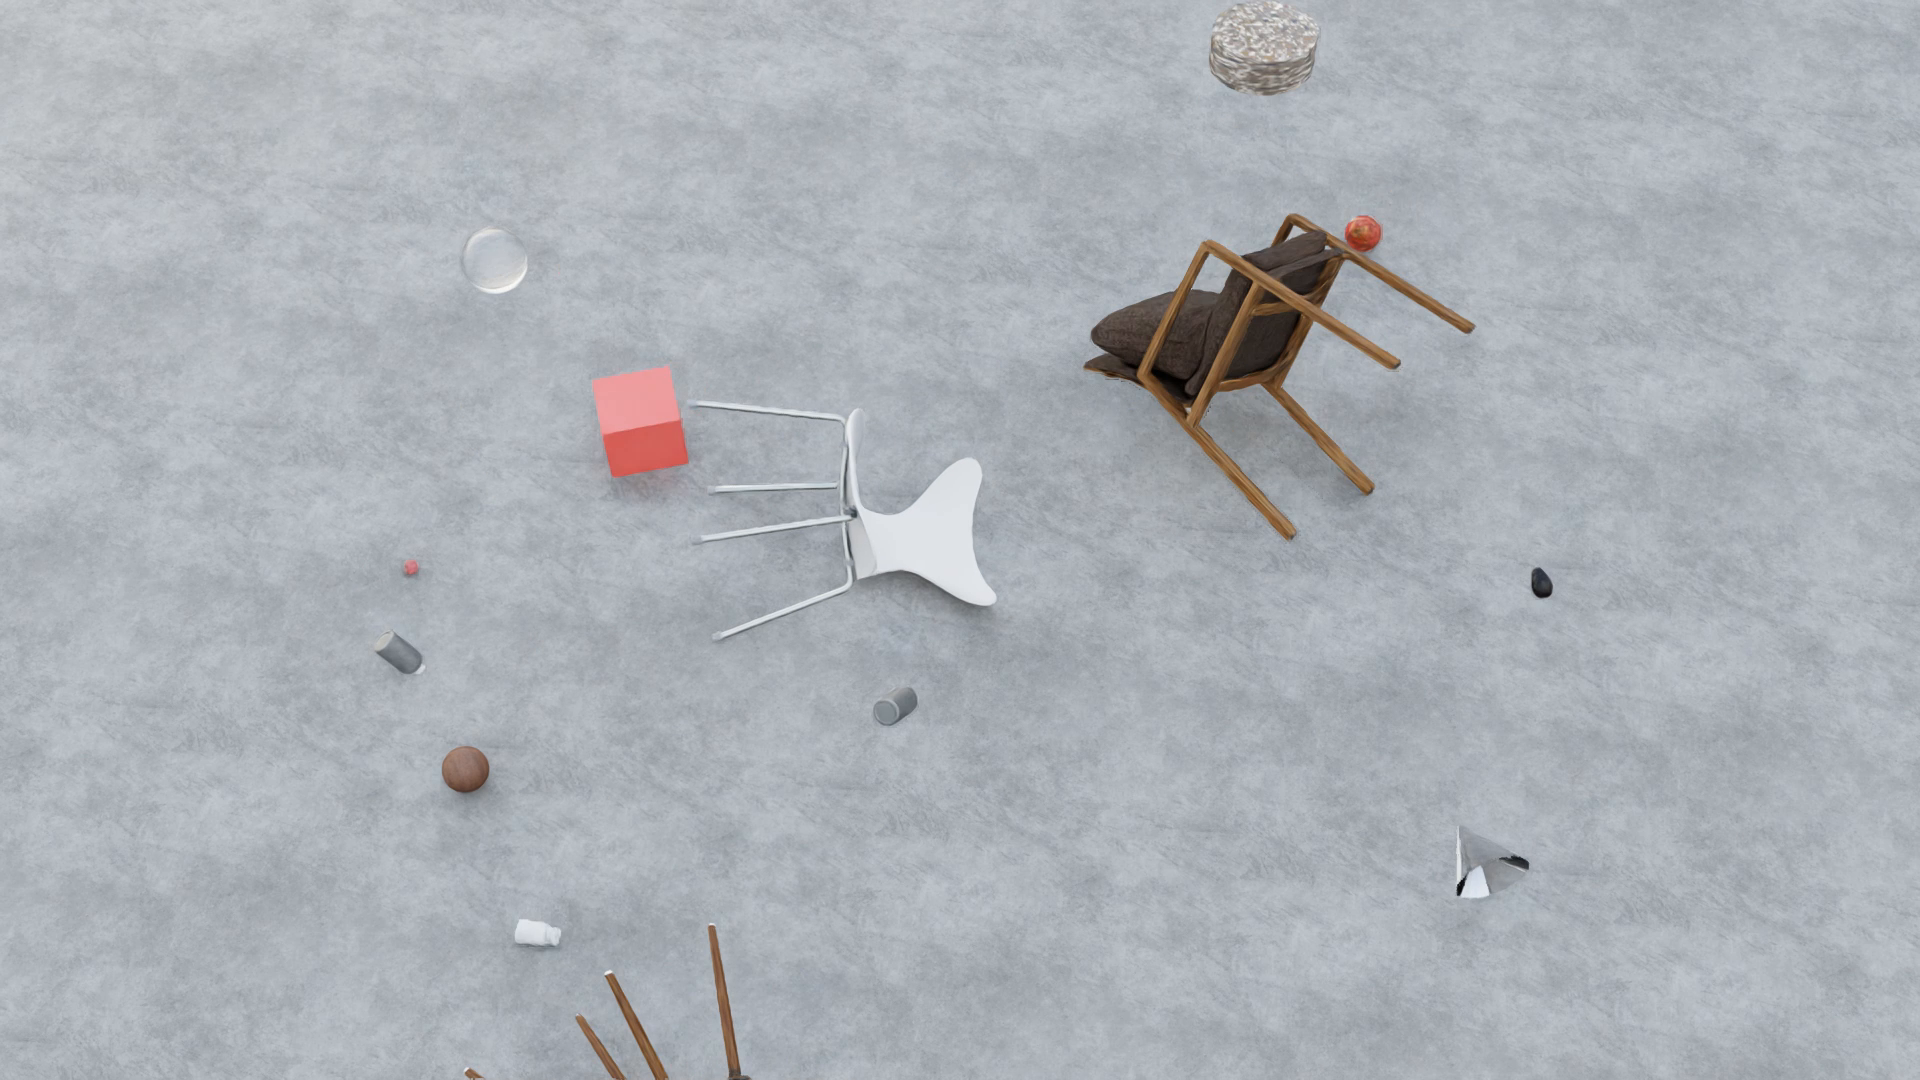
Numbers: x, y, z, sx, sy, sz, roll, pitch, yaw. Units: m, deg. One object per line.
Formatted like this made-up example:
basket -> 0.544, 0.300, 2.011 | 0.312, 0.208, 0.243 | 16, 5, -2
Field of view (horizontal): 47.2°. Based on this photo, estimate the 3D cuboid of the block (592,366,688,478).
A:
block -> -0.970, -0.358, 6.679 | 0.235, 0.220, 0.212 | -11, 56, -7

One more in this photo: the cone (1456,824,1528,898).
cone -> 1.399, 0.841, 5.970 | 0.212, 0.135, 0.214 | -20, 40, -3

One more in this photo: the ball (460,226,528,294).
ball -> -1.494, -0.899, 7.058 | 0.215, 0.215, 0.215 | 0, 56, 0

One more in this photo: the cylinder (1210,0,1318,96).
cylinder -> 0.941, -1.526, 6.816 | 0.326, 0.130, 0.298 | -4, 50, -3
